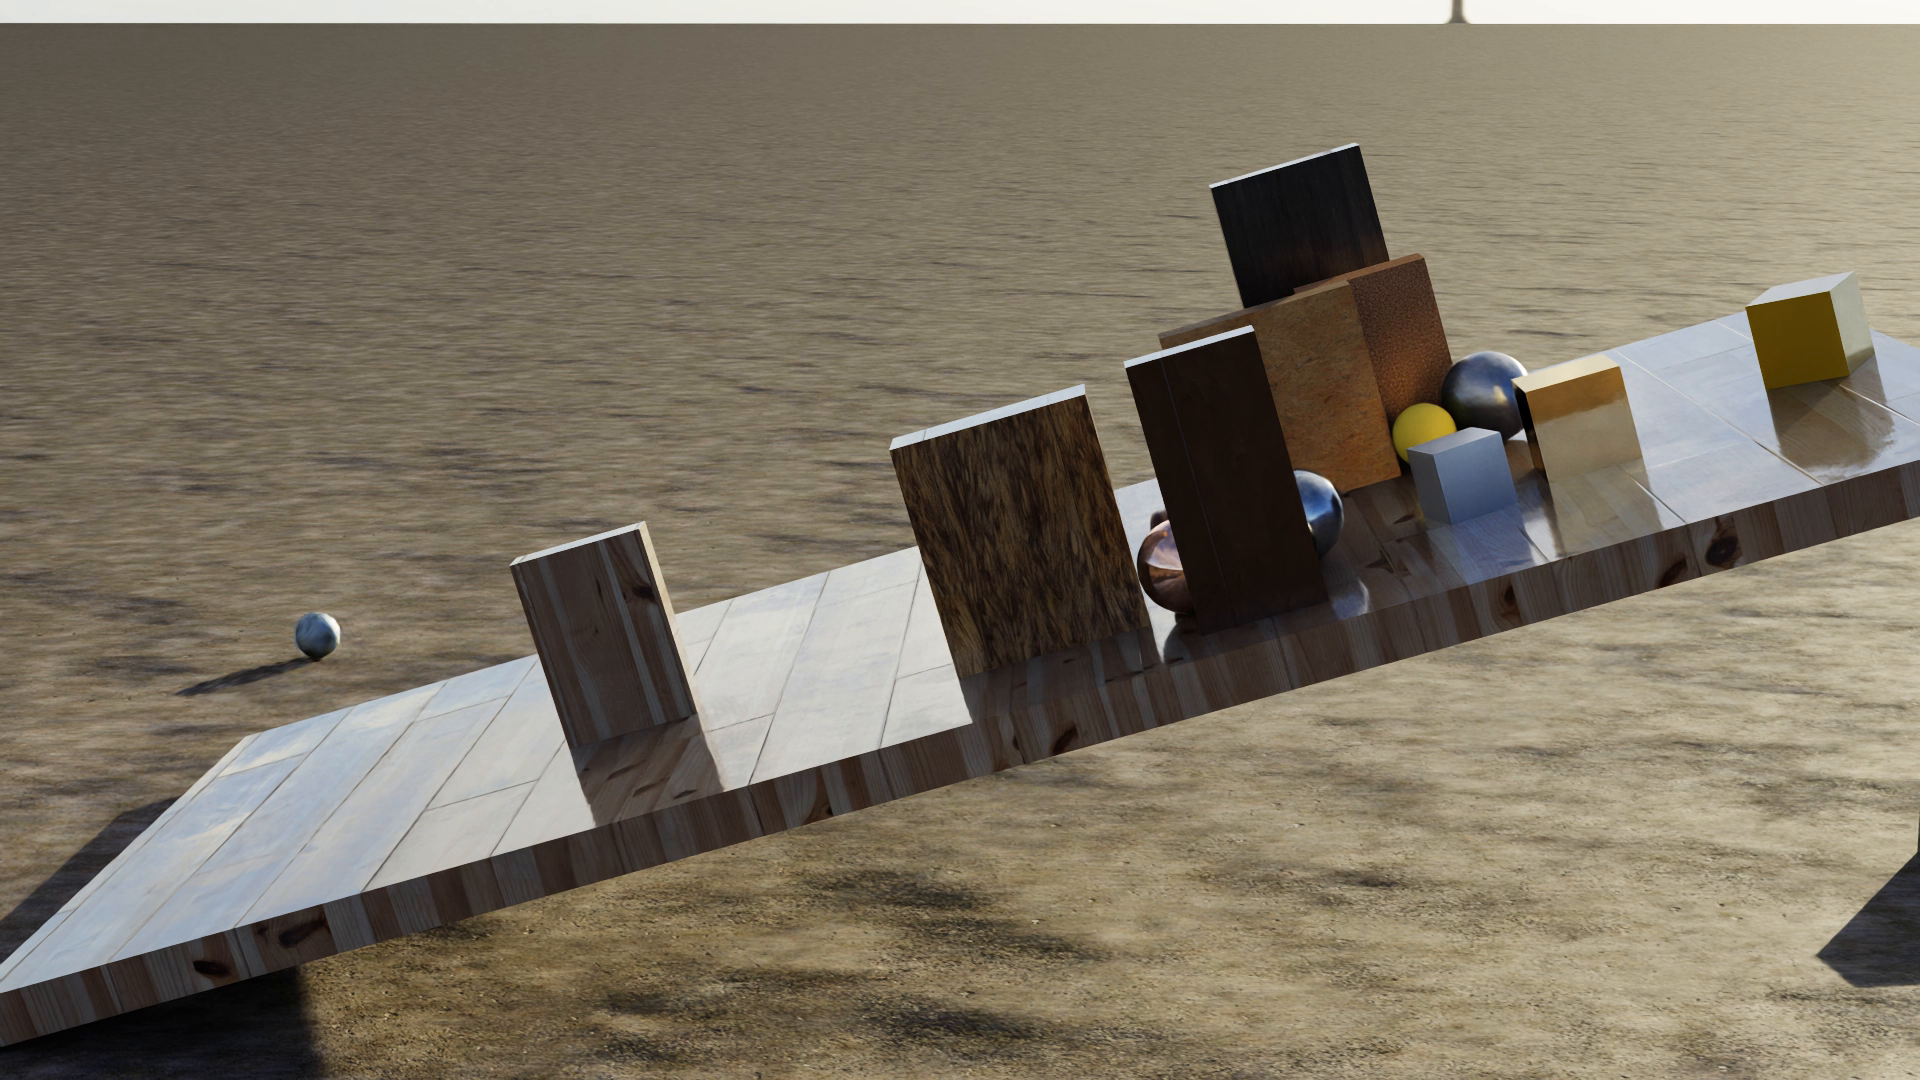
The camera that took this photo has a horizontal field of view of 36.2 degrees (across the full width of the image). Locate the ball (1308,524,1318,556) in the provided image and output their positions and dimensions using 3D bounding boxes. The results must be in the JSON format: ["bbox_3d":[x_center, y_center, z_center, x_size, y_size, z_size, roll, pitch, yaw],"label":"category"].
[{"bbox_3d":[0.599,0.020,5.612,0.168,0.168,0.168,0,11,0],"label":"ball"}]

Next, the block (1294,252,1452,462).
[{"bbox_3d":[0.946,-0.393,6.579,0.287,0.425,0.127,-16,10,5],"label":"block"}]

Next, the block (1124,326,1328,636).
[{"bbox_3d":[0.495,-0.110,5.460,0.245,0.523,0.090,-16,10,5],"label":"block"}]

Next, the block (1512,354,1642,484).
[{"bbox_3d":[1.247,-0.247,5.951,0.192,0.192,0.192,-16,10,5],"label":"block"}]

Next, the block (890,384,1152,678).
[{"bbox_3d":[0.120,-0.018,5.737,0.390,0.468,0.150,-16,10,5],"label":"block"}]

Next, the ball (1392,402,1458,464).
[{"bbox_3d":[1.009,-0.227,6.389,0.141,0.141,0.141,0,11,0],"label":"ball"}]

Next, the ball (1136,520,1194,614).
[{"bbox_3d":[0.434,0.048,5.671,0.187,0.187,0.187,0,11,0],"label":"ball"}]

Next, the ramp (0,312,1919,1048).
[{"bbox_3d":[0.090,0.187,6.320,4.000,0.100,2.000,-16,10,5],"label":"ramp"}]

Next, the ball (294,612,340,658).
[{"bbox_3d":[-1.912,0.283,8.755,0.133,0.133,0.133,0,11,0],"label":"ball"}]

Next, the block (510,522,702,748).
[{"bbox_3d":[-0.736,0.199,6.136,0.282,0.406,0.087,-16,10,5],"label":"block"}]

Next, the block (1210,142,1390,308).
[{"bbox_3d":[0.847,-0.552,6.895,0.353,0.675,0.096,-16,10,5],"label":"block"}]

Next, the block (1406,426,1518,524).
[{"bbox_3d":[0.997,-0.128,5.844,0.146,0.146,0.146,-18,10,-10],"label":"block"}]

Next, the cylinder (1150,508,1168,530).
[{"bbox_3d":[0.491,0.006,5.840,0.177,0.177,0.177,-14,6,17],"label":"cylinder"}]

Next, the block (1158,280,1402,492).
[{"bbox_3d":[0.698,-0.297,6.430,0.425,0.434,0.098,-16,10,5],"label":"block"}]

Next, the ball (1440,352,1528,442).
[{"bbox_3d":[1.154,-0.311,6.431,0.204,0.204,0.204,0,11,0],"label":"ball"}]

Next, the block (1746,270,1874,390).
[{"bbox_3d":[1.783,-0.440,6.166,0.181,0.181,0.181,-9,12,36],"label":"block"}]

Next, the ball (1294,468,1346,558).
[{"bbox_3d":[0.668,-0.048,5.821,0.186,0.186,0.186,0,11,0],"label":"ball"}]

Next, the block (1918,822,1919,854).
[{"bbox_3d":[2.323,0.639,6.692,0.199,0.199,0.199,-1,11,-7],"label":"block"}]
